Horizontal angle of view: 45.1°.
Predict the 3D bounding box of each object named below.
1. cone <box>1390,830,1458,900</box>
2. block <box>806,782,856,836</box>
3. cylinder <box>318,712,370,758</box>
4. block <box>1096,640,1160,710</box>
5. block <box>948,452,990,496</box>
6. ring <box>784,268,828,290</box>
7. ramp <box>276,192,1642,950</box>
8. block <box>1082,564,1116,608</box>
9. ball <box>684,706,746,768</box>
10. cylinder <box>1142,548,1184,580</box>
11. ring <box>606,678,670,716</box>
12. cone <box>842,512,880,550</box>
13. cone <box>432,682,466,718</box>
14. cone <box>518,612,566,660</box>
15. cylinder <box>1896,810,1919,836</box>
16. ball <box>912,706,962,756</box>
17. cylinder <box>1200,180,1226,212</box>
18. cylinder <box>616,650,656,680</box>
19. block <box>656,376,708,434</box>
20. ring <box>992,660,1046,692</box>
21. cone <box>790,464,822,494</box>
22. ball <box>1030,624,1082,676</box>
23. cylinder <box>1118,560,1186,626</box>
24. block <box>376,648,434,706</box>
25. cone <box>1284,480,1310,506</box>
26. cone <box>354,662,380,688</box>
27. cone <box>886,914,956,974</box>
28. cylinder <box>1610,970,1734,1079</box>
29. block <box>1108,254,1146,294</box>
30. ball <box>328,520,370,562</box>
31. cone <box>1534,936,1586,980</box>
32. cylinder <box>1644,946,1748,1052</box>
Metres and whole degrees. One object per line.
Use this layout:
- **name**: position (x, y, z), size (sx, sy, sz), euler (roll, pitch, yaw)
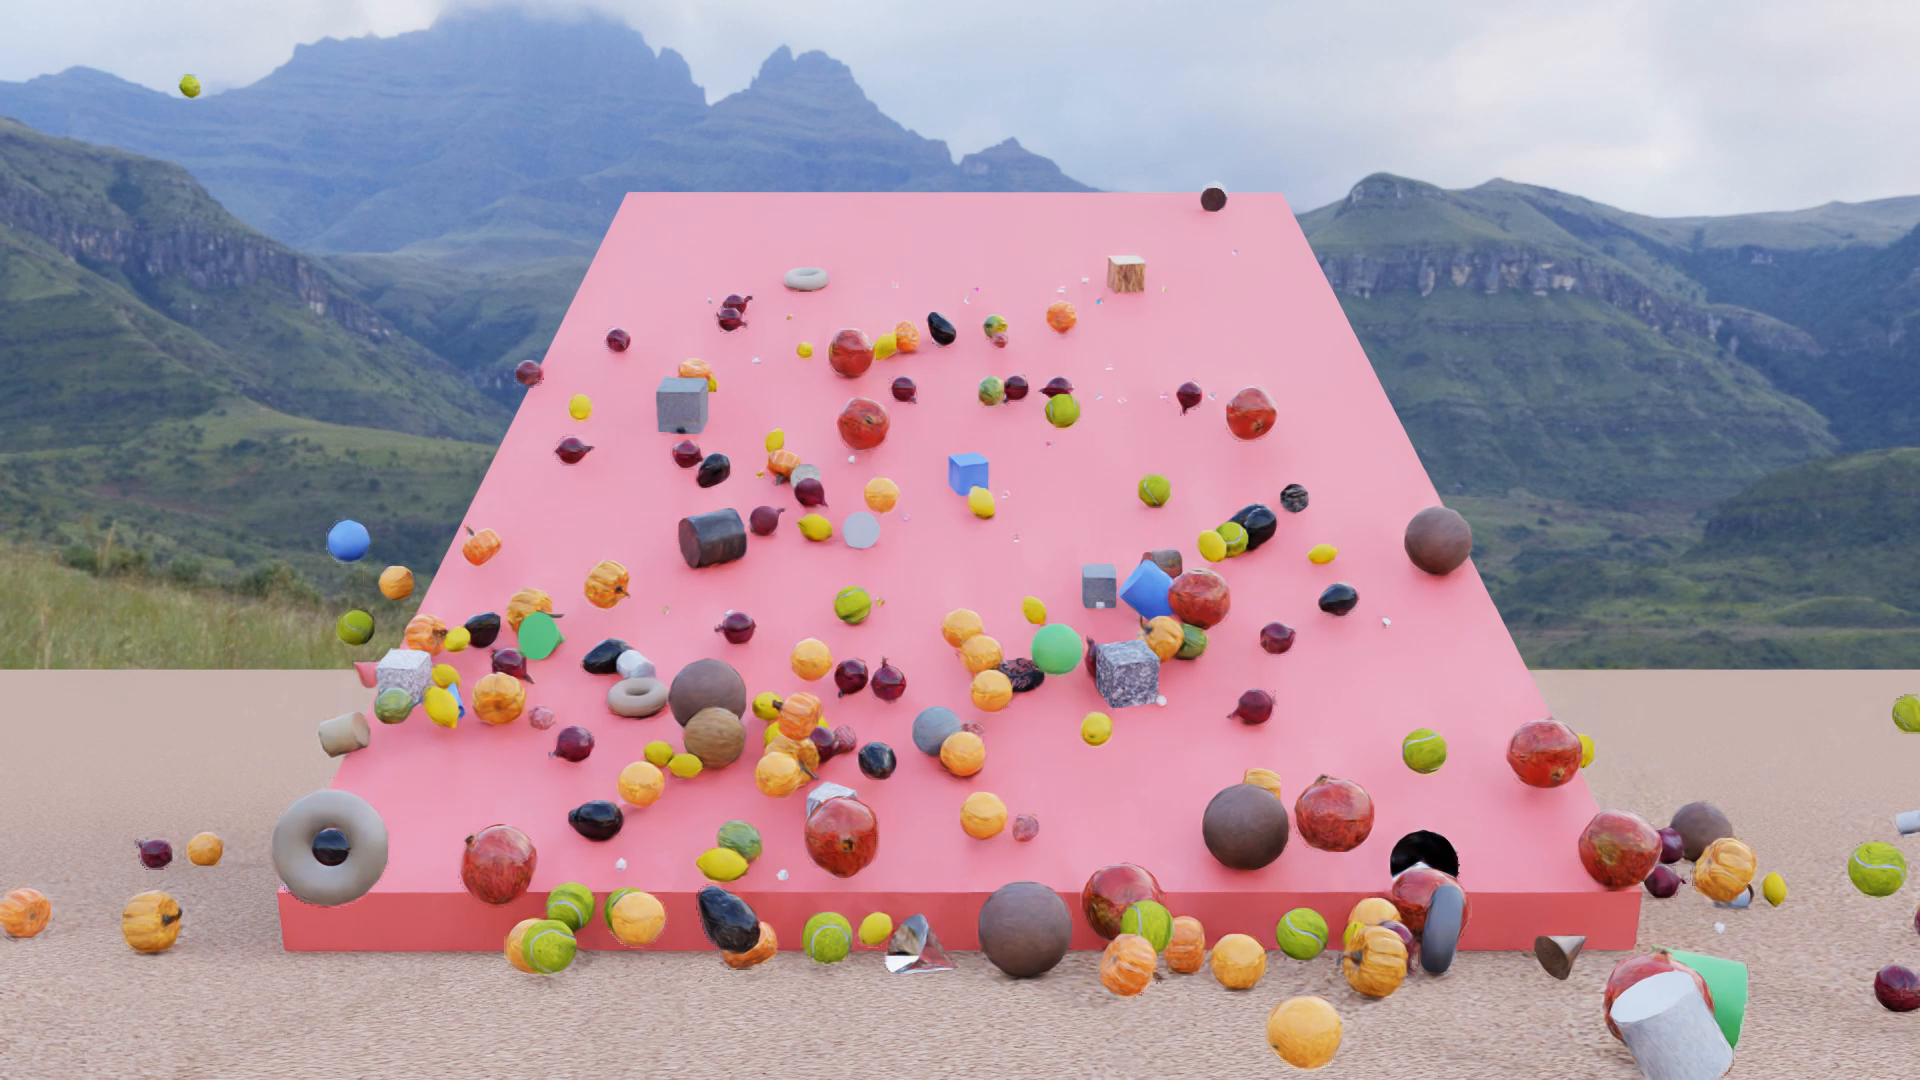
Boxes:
- **cone**: position (0.683, 0.477, 3.428), size (0.100, 0.100, 0.100), euler (0, -3, 6)
- **block**: position (-0.198, 0.414, 3.560), size (0.055, 0.055, 0.055), euler (14, 27, 28)
- **cylinder**: position (-1.000, 0.316, 3.761), size (0.060, 0.060, 0.060), euler (-18, -6, 10)
- **block**: position (0.286, 0.229, 3.958), size (0.082, 0.082, 0.082), euler (-7, 24, -16)
- **block**: position (0.018, -0.139, 4.834), size (0.066, 0.066, 0.066), euler (-8, 25, -19)
- **ring**: position (-0.411, -0.694, 6.160), size (0.122, 0.041, 0.122), euler (-1, 24, 0)
- **ramp**: position (-0.007, -0.226, 5.248), size (2.000, 0.100, 4.000), euler (0, 23, 0)
- **block**: position (0.260, 0.086, 4.320), size (0.060, 0.060, 0.060), euler (0, 23, -1)
- **ball**: position (-0.395, 0.318, 3.724), size (0.100, 0.100, 0.100), euler (0, -3, 0)
- **cylinder**: position (0.385, 0.048, 4.406), size (0.060, 0.060, 0.060), euler (-8, 0, -20)
- **ring**: position (-0.547, 0.266, 3.927), size (0.107, 0.036, 0.107), euler (-1, 23, 1)
- **cone**: position (-0.199, -0.017, 4.590), size (0.074, 0.074, 0.074), euler (0, -4, -7)
- **cone**: position (-0.850, 0.260, 3.868), size (0.057, 0.057, 0.057), euler (2, -34, 1)
- **cone**: position (-0.730, 0.174, 4.135), size (0.085, 0.085, 0.085), euler (-1, -6, 25)
- **cylinder**: position (2.302, 0.684, 5.607), size (0.053, 0.053, 0.053), euler (-18, -11, 29)
- **ball**: position (-0.037, 0.311, 3.765), size (0.082, 0.082, 0.082), euler (0, -3, 0)
- **cylinder**: position (0.754, -1.023, 6.889), size (0.075, 0.075, 0.075), euler (0, 28, 2)
- **cylinder**: position (-0.560, 0.224, 4.000), size (0.052, 0.052, 0.052), euler (2, 22, -39)
- **block**: position (-0.619, -0.301, 5.170), size (0.097, 0.097, 0.097), euler (2, 23, 4)
- **ring**: position (0.102, 0.235, 4.007), size (0.092, 0.031, 0.092), euler (-4, 23, 2)
- **cone**: position (-0.329, -0.125, 4.847), size (0.065, 0.065, 0.065), euler (1, -5, -15)
- **ball**: position (0.166, 0.187, 3.967), size (0.089, 0.089, 0.089), euler (0, -3, 0)
- **cylinder**: position (0.349, 0.096, 4.214), size (0.087, 0.087, 0.087), euler (40, -10, -7)
- **block**: position (-0.947, 0.235, 3.953), size (0.070, 0.070, 0.070), euler (3, 23, 7)
- **cone**: position (0.680, -0.083, 4.757), size (0.060, 0.060, 0.060), euler (1, -29, -22)
- **cone**: position (-1.050, 0.227, 4.077), size (0.052, 0.052, 0.052), euler (-2, -30, 31)
- **cone**: position (-0.039, 0.576, 3.201), size (0.089, 0.089, 0.089), euler (32, -18, -27)
- **cylinder**: position (0.700, 0.485, 2.277), size (0.087, 0.087, 0.087), euler (-30, 6, 4)
- **block**: position (0.441, -0.706, 6.140), size (0.080, 0.080, 0.080), euler (-5, 24, -12)
- **ball**: position (-1.278, 0.002, 4.838), size (0.085, 0.085, 0.085), euler (0, -3, 0)
- **cone**: position (0.800, 0.534, 3.039), size (0.064, 0.064, 0.064), euler (-25, 7, -23)
- **cylinder**: position (0.804, 0.503, 2.542), size (0.098, 0.098, 0.098), euler (10, -1, 13)
